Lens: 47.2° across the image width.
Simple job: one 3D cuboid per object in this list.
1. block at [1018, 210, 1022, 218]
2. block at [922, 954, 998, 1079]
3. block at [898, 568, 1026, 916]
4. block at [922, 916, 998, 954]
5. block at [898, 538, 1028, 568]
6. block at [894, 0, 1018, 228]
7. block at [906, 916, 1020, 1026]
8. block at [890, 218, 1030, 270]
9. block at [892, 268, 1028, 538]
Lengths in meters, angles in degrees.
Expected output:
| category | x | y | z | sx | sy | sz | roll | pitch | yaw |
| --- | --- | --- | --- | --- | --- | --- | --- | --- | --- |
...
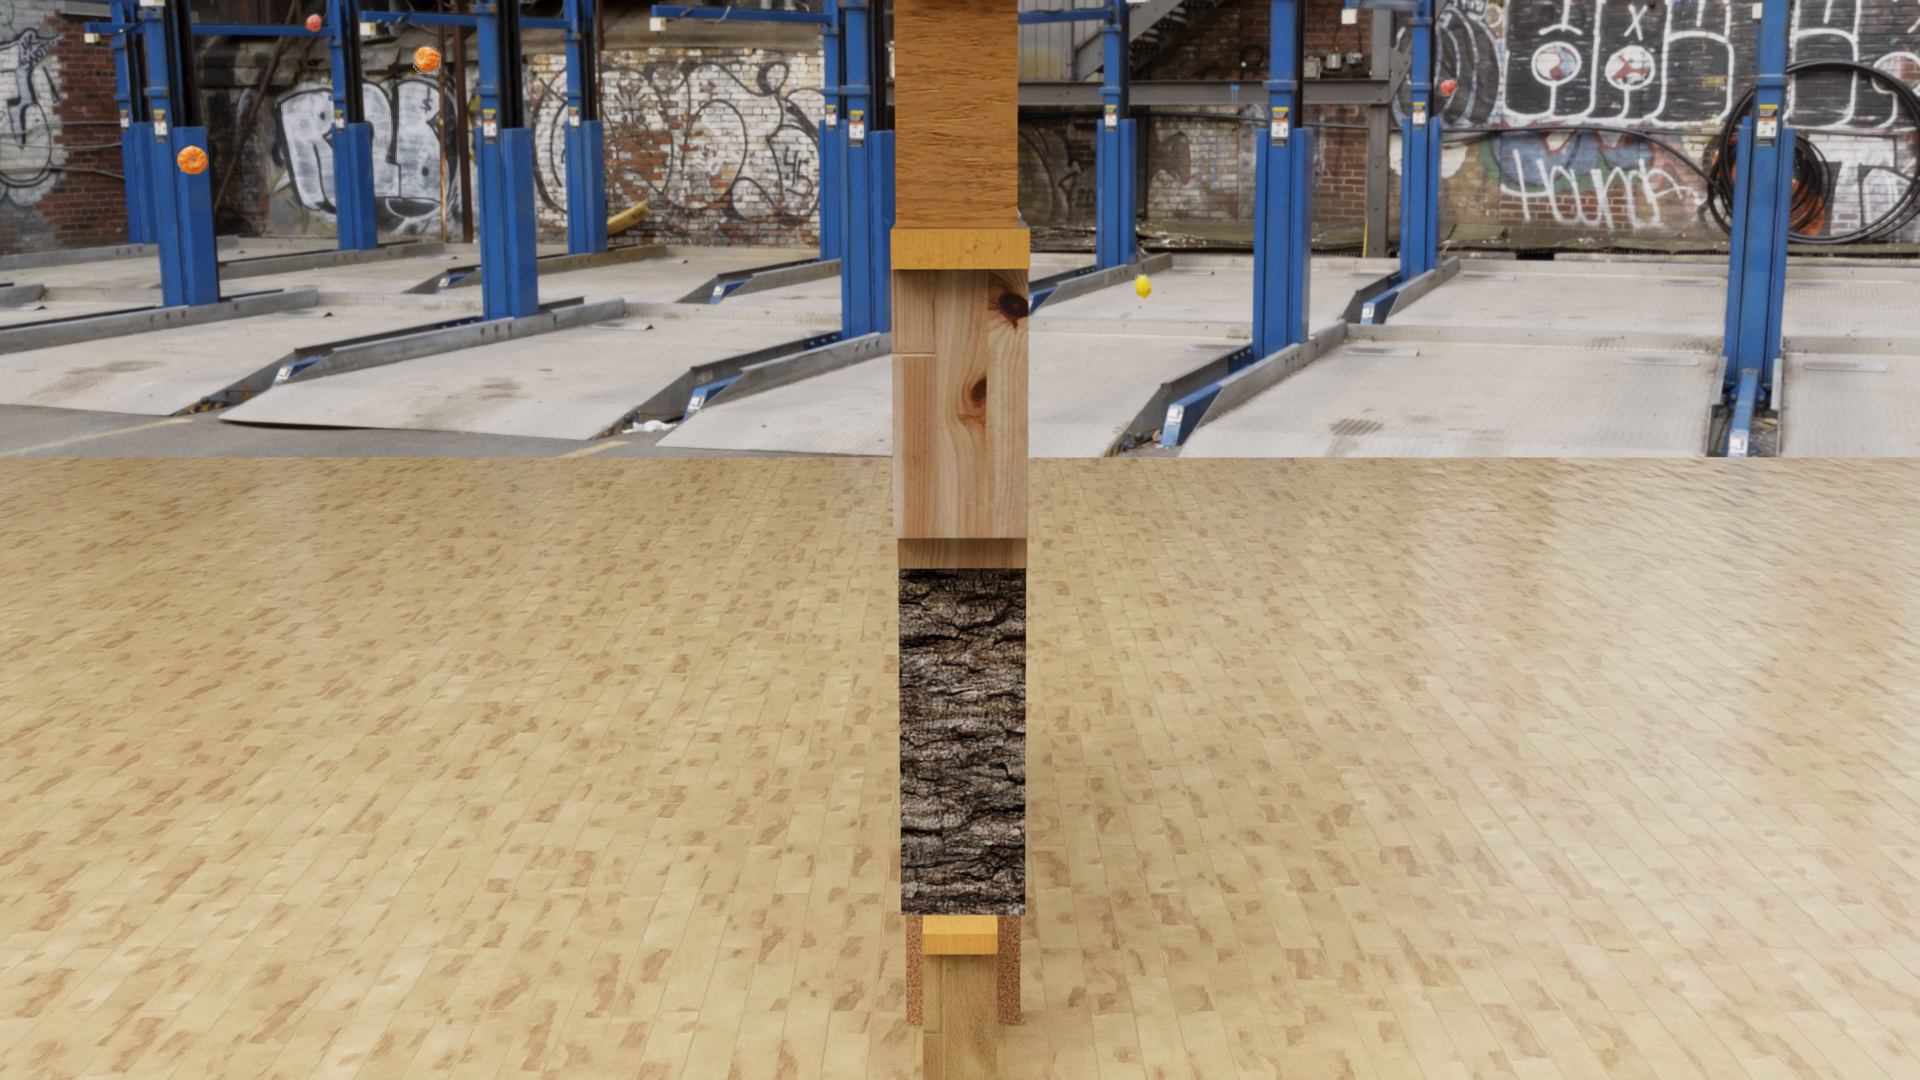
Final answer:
| category | x | y | z | sx | sy | sz | roll | pitch | yaw |
| --- | --- | --- | --- | --- | --- | --- | --- | --- | --- |
| block | -0.002 | -0.451 | 3.170 | 0.171 | 0.049 | 0.343 | 0 | 11 | 0 |
| block | 0.000 | 0.630 | 2.915 | 0.098 | 0.196 | 0.028 | 0 | 11 | 0 |
| block | 0.004 | 0.261 | 2.908 | 0.166 | 0.477 | 0.047 | 0 | 10 | 0 |
| block | 0.000 | 0.508 | 2.959 | 0.098 | 0.028 | 0.196 | 0 | 11 | 0 |
| block | 0.004 | -0.017 | 2.969 | 0.166 | 0.047 | 0.331 | 0 | 10 | 0 |
| block | -0.005 | -0.537 | 2.704 | 0.150 | 0.301 | 0.043 | 0 | 10 | 0 |
| block | 0.005 | 0.527 | 3.122 | 0.162 | 0.324 | 0.046 | 0 | 11 | 0 |
| block | 0.000 | -0.383 | 2.831 | 0.169 | 0.048 | 0.338 | 0 | 10 | 0 |
| block | 0.000 | -0.173 | 2.755 | 0.169 | 0.337 | 0.048 | 0 | 10 | 0 |
